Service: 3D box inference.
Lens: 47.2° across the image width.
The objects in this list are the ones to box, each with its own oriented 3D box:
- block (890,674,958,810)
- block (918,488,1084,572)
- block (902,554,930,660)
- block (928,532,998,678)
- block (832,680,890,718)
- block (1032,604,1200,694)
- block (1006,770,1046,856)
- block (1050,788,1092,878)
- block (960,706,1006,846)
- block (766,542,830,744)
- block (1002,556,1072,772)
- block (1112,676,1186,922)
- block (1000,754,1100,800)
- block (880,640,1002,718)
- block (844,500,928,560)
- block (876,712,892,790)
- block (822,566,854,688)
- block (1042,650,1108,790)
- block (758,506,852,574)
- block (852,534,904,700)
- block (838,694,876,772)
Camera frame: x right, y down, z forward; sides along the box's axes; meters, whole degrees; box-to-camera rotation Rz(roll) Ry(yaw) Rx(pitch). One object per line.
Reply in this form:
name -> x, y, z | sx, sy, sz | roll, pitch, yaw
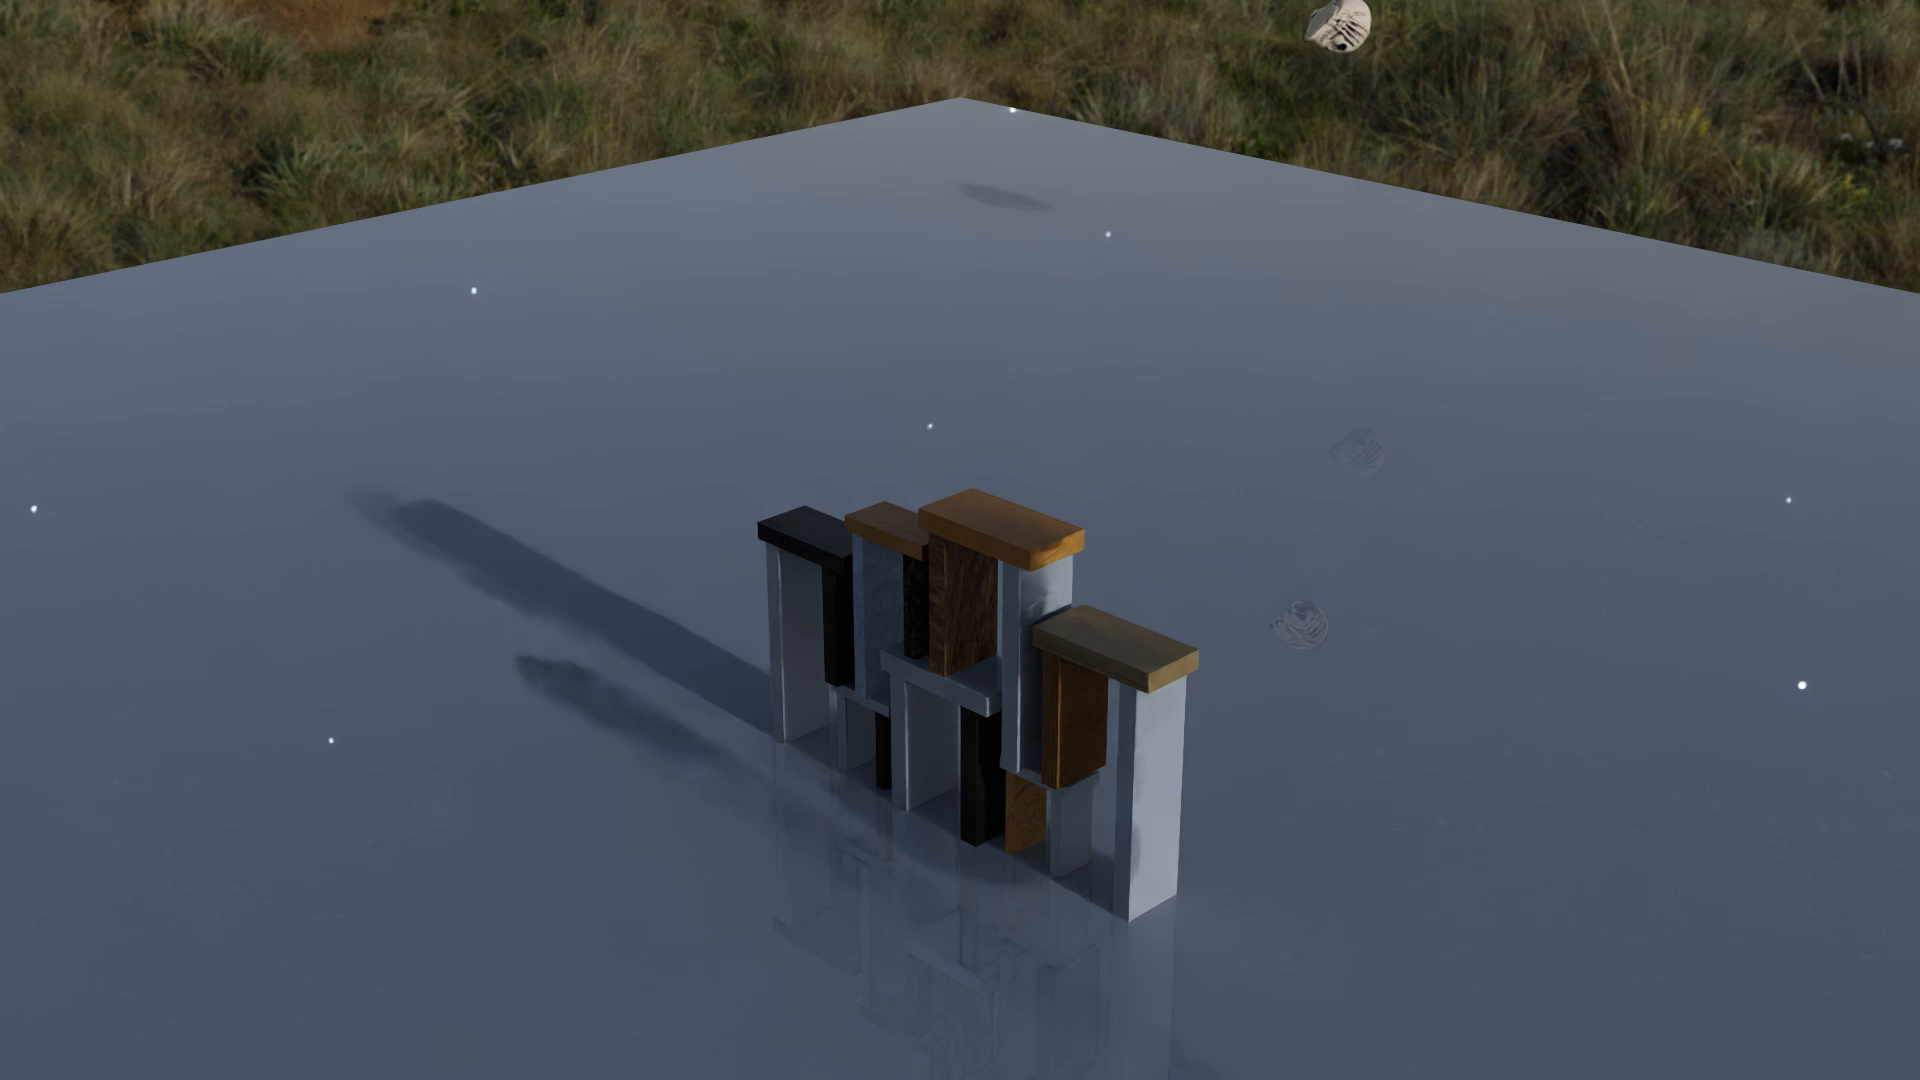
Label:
block -> -0.072, 0.387, 4.467 | 0.042, 0.297, 0.148 | 21, 31, 41
block -> 0.076, -0.022, 4.139 | 0.147, 0.042, 0.293 | -21, 31, -41
block -> -0.061, 0.116, 4.338 | 0.031, 0.220, 0.110 | 21, 31, 41
block -> 0.007, 0.106, 4.268 | 0.042, 0.293, 0.147 | 21, 31, 41
block -> -0.175, 0.314, 4.542 | 0.175, 0.025, 0.087 | 21, 31, 41
block -> 0.282, 0.196, 4.008 | 0.279, 0.040, 0.139 | 21, 31, 41
block -> 0.130, 0.519, 4.308 | 0.026, 0.180, 0.090 | 21, 31, 41
block -> 0.214, 0.552, 4.230 | 0.090, 0.180, 0.025 | -21, 31, -41
block -> 0.068, 0.442, 4.339 | 0.042, 0.297, 0.149 | 21, 31, 41
block -> -0.344, 0.203, 4.691 | 0.037, 0.461, 0.131 | 21, 31, 41
block -> 0.145, 0.221, 4.167 | 0.042, 0.427, 0.147 | 21, 31, 41
block -> 0.348, 0.463, 4.050 | 0.040, 0.484, 0.140 | 21, 31, 41
block -> 0.172, 0.441, 4.229 | 0.090, 0.026, 0.180 | -21, 31, -40
block -> -0.002, 0.259, 4.337 | 0.297, 0.042, 0.148 | 21, 31, 41
block -> -0.113, -0.019, 4.336 | 0.220, 0.031, 0.110 | 21, 31, 41
block -> -0.133, 0.422, 4.543 | 0.087, 0.175, 0.025 | -21, 31, -41
block -> -0.221, 0.160, 4.538 | 0.131, 0.262, 0.037 | -21, 31, -40
block -> 0.217, 0.317, 4.131 | 0.139, 0.279, 0.040 | -21, 31, -41
block -> -0.282, -0.002, 4.537 | 0.262, 0.037, 0.131 | 22, 31, 41
block -> -0.165, 0.140, 4.460 | 0.031, 0.359, 0.110 | 21, 31, 41
block -> -0.216, 0.390, 4.619 | 0.025, 0.175, 0.087 | 21, 31, 41
